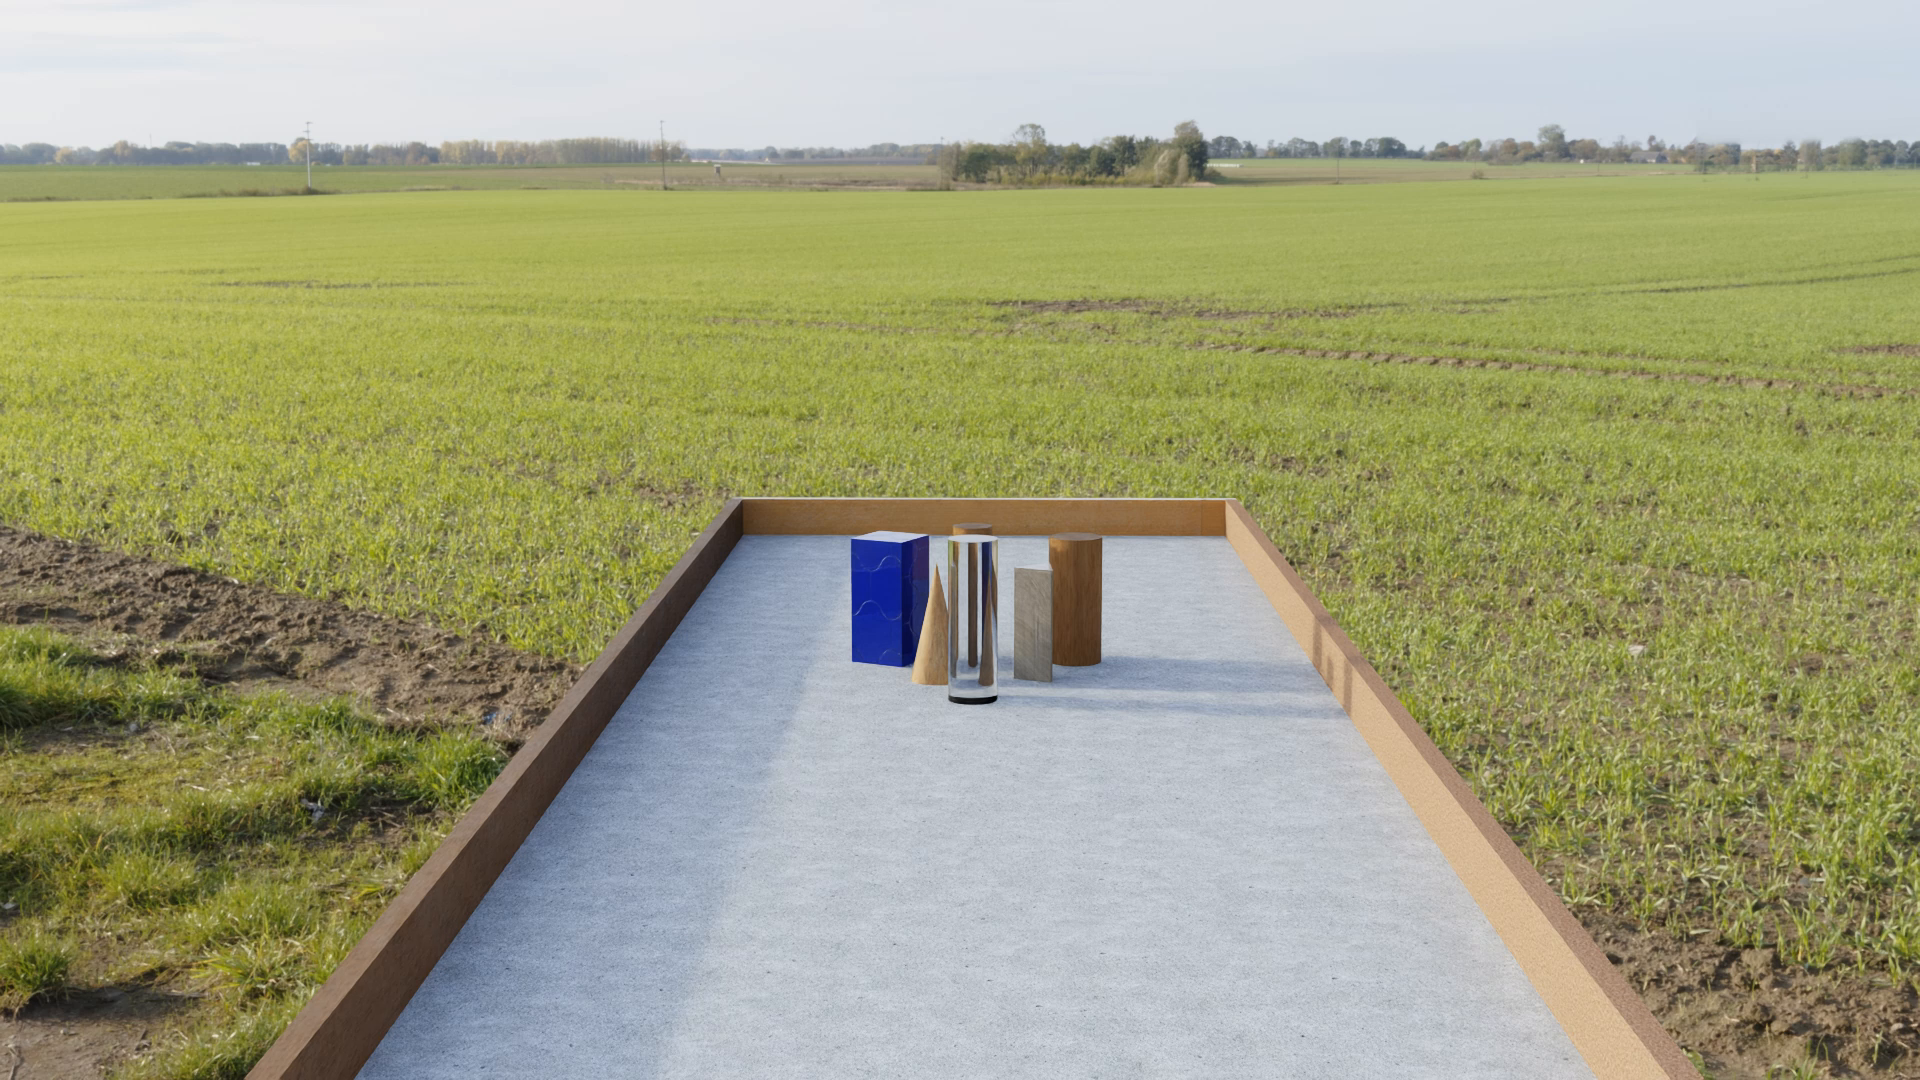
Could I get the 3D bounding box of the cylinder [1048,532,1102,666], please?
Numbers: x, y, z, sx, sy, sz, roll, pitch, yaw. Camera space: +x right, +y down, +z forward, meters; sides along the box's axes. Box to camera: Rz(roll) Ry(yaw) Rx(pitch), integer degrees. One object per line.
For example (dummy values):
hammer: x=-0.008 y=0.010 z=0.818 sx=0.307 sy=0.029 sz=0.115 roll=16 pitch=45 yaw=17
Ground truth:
cylinder: x=0.349 y=0.178 z=6.661 sx=0.162 sy=0.383 sz=0.162 roll=0 pitch=9 yaw=0

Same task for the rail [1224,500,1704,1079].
rail: x=1.046 y=0.843 z=3.208 sx=0.050 sy=0.150 sz=12.000 roll=0 pitch=9 yaw=1

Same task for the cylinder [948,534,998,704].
cylinder: x=0.036 y=0.222 z=6.149 sx=0.138 sy=0.458 sz=0.138 roll=0 pitch=9 yaw=0

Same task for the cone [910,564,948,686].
cone: x=-0.068 y=0.236 z=6.406 sx=0.154 sy=0.349 sz=0.154 roll=0 pitch=9 yaw=0

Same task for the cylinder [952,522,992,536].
cylinder: x=0.038 y=0.161 z=6.674 sx=0.120 sy=0.413 sz=0.120 roll=0 pitch=9 yaw=0

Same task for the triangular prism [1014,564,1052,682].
triangular prism: x=0.237 y=0.240 z=6.442 sx=0.123 sy=0.330 sz=0.106 roll=5 pitch=10 yaw=28

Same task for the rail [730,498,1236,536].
rail: x=0.099 y=-0.098 z=9.147 sx=2.100 sy=0.150 sz=0.050 roll=0 pitch=9 yaw=1

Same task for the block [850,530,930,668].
block: x=-0.211 y=0.177 z=6.685 sx=0.174 sy=0.379 sz=0.174 roll=5 pitch=10 yaw=27

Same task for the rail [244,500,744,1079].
rail: x=-1.004 y=0.839 z=3.234 sx=0.050 sy=0.150 sz=12.000 roll=0 pitch=9 yaw=1
